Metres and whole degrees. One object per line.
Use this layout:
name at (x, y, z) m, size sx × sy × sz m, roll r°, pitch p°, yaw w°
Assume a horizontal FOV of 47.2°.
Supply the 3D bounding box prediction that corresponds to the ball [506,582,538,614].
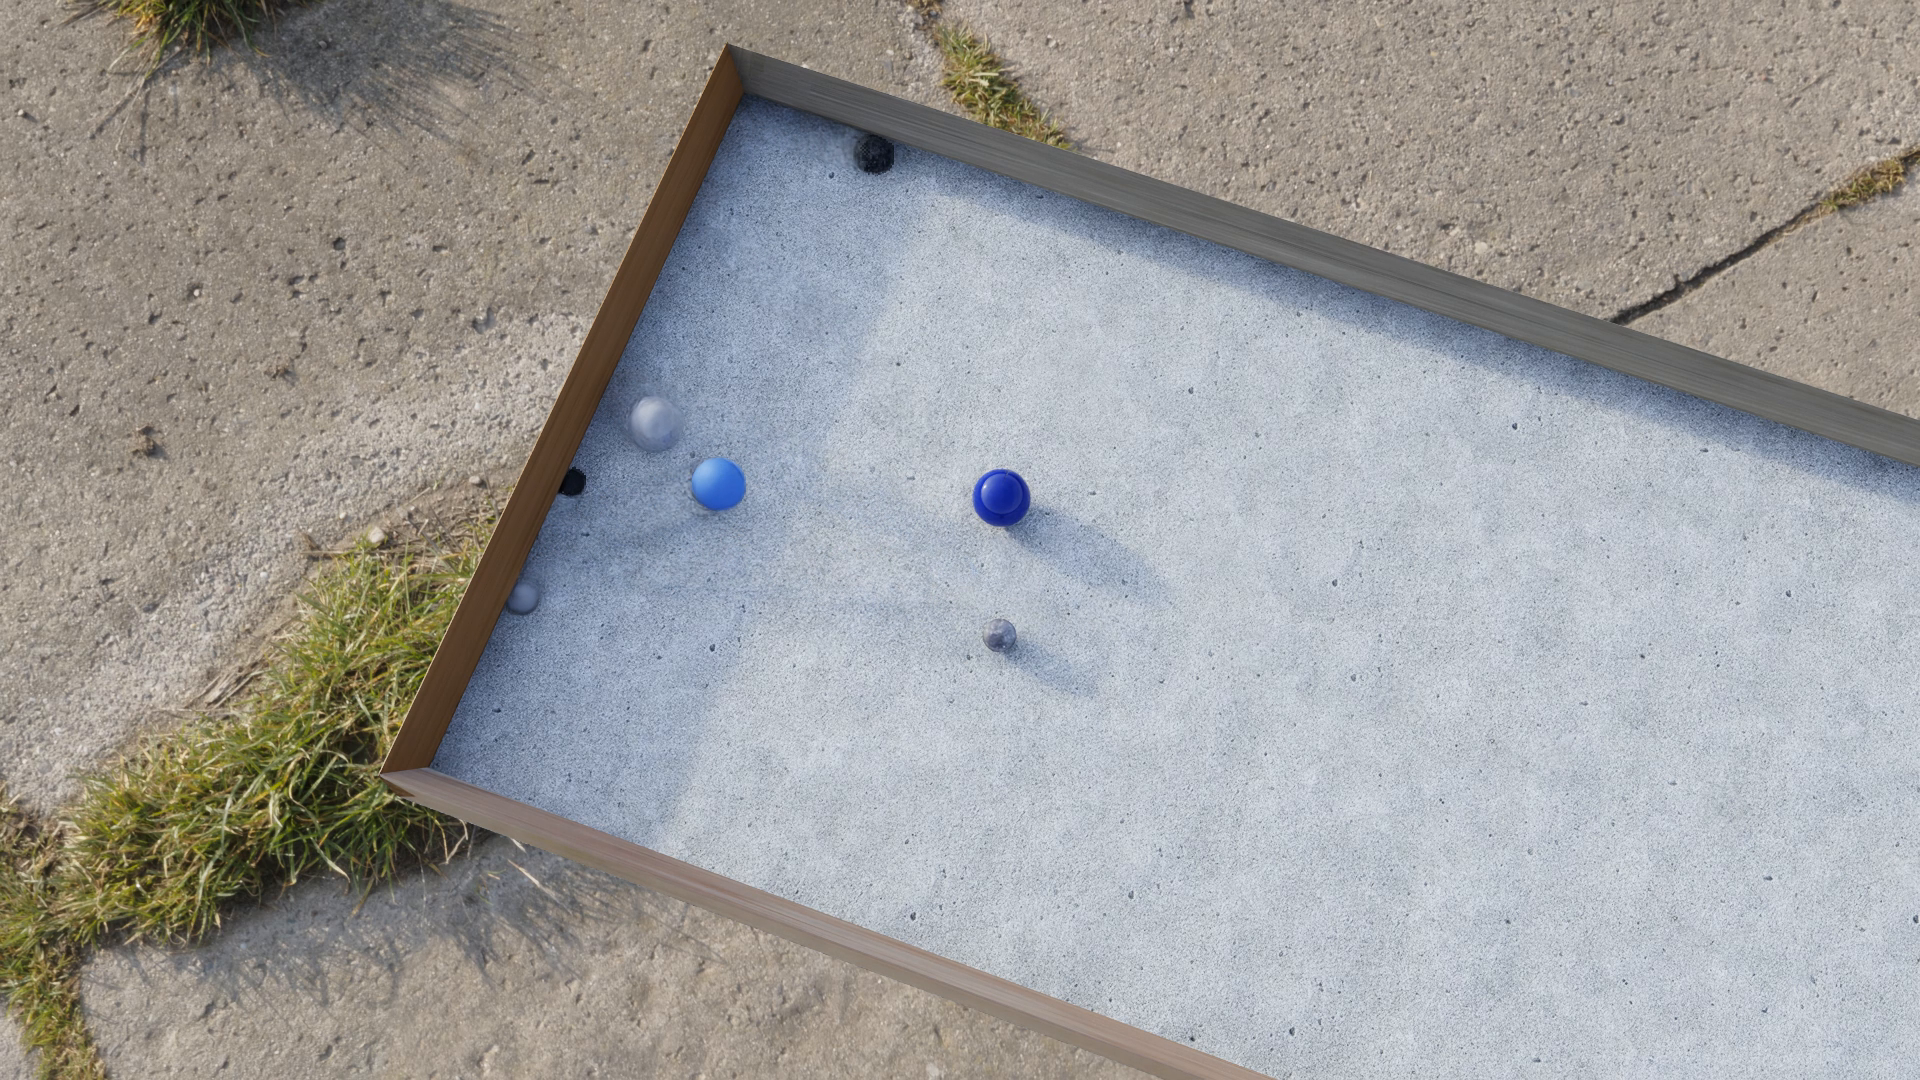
ball at (-0.688, 0.090, 3.442) m, size 0.050 × 0.050 × 0.050 m, roll 0°, pitch 69°, yaw 0°

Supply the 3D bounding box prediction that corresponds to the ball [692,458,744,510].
ball at (-0.385, -0.088, 3.493) m, size 0.084 × 0.084 × 0.084 m, roll 0°, pitch 69°, yaw 0°

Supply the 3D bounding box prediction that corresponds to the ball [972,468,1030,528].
ball at (0.066, -0.067, 3.480) m, size 0.093 × 0.093 × 0.093 m, roll 0°, pitch 69°, yaw 0°

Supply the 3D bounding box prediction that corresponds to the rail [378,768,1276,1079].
rail at (0.402, 0.775, 3.139) m, size 2.668 × 0.121 × 0.045 m, roll 19°, pitch 70°, yaw 7°

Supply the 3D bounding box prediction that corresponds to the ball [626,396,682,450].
ball at (-0.490, -0.188, 3.529) m, size 0.088 × 0.088 × 0.088 m, roll 0°, pitch 69°, yaw 0°

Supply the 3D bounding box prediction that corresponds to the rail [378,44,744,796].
rail at (-0.604, -0.216, 3.522) m, size 0.045 × 0.121 × 1.352 m, roll 19°, pitch 70°, yaw 7°

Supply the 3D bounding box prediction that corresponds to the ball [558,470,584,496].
ball at (-0.623, -0.091, 3.516) m, size 0.044 × 0.044 × 0.044 m, roll 0°, pitch 69°, yaw 0°

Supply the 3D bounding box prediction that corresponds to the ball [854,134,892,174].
ball at (-0.147, -0.653, 3.721) m, size 0.066 × 0.066 × 0.066 m, roll 0°, pitch 69°, yaw 0°

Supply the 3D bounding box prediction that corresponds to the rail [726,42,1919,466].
rail at (0.851, -0.367, 3.580) m, size 2.668 × 0.121 × 0.045 m, roll 19°, pitch 70°, yaw 7°

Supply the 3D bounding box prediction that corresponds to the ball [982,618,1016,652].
ball at (0.061, 0.148, 3.418) m, size 0.053 × 0.053 × 0.053 m, roll 0°, pitch 69°, yaw 0°
